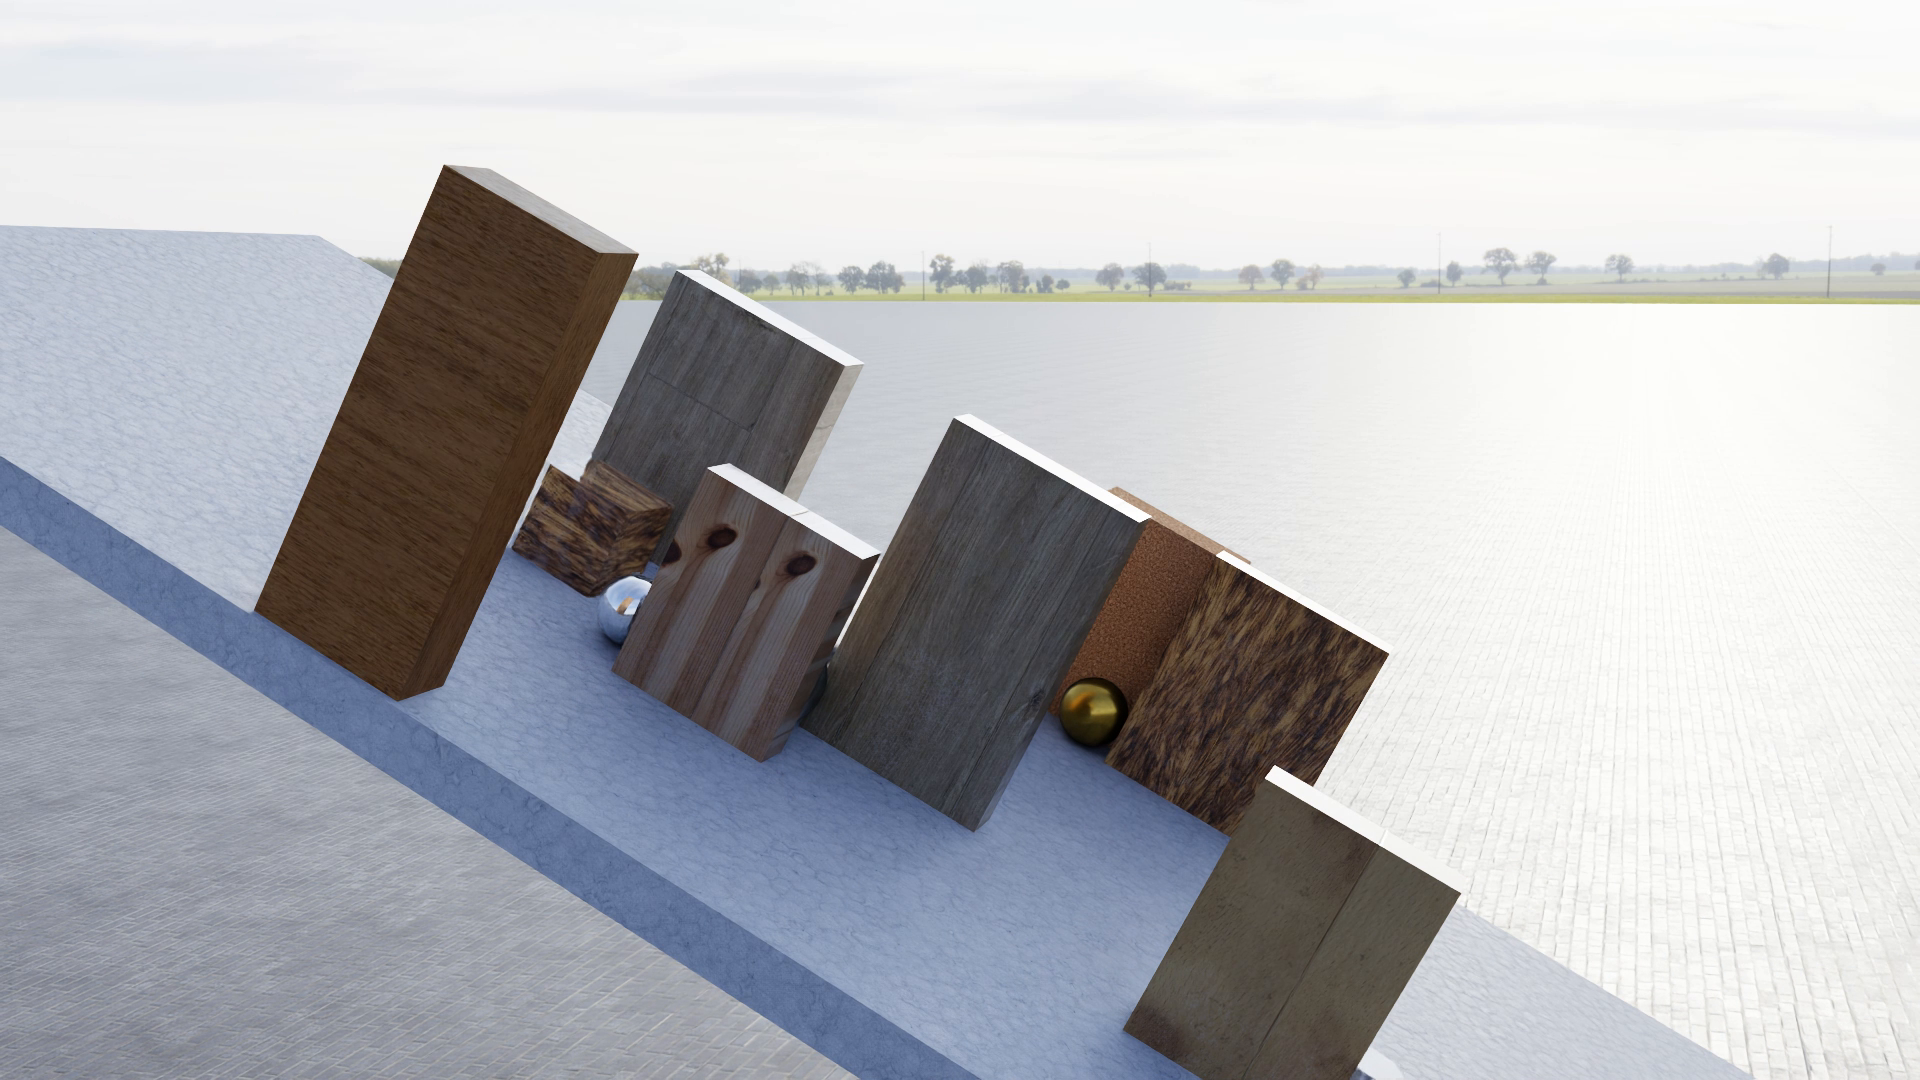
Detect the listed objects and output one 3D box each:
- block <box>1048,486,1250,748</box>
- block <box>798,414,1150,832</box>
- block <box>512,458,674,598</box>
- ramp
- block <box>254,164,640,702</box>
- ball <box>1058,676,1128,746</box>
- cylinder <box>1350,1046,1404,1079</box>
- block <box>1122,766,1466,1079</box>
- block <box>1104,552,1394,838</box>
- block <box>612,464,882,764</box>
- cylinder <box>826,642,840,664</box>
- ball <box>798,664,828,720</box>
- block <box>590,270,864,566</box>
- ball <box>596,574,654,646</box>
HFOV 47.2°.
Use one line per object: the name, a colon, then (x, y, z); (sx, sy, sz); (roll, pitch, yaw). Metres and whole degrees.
block: (0.357, 0.179, 4.721); (0.332, 0.479, 0.130); (30, 14, 12)
block: (0.021, 0.147, 3.897); (0.373, 0.634, 0.095); (30, 14, 12)
block: (-0.690, -0.024, 4.144); (0.182, 0.182, 0.182); (31, 14, 15)
ramp: (-0.225, 0.375, 4.149); (4.000, 0.100, 2.000); (30, 14, 12)
block: (-0.773, -0.157, 3.290); (0.275, 0.750, 0.133); (30, 14, 12)
ball: (0.281, 0.361, 4.621); (0.146, 0.146, 0.146); (0, 7, 0)
cylinder: (0.624, 0.872, 3.483); (0.114, 0.114, 0.114); (25, 14, -7)
block: (0.510, 0.637, 3.381); (0.331, 0.468, 0.091); (30, 14, 12)
block: (0.591, 0.340, 4.528); (0.398, 0.500, 0.083); (30, 14, 12)
block: (-0.367, 0.123, 3.754); (0.312, 0.401, 0.095); (30, 14, 12)
cylinder: (-0.291, 0.231, 4.056); (0.137, 0.137, 0.137); (30, 14, 12)
ball: (-0.321, 0.238, 3.896); (0.174, 0.174, 0.174); (0, 7, 0)
block: (-0.493, -0.204, 4.400); (0.396, 0.545, 0.112); (30, 14, 12)
ball: (-0.580, 0.127, 3.910); (0.131, 0.131, 0.131); (0, 7, 0)
